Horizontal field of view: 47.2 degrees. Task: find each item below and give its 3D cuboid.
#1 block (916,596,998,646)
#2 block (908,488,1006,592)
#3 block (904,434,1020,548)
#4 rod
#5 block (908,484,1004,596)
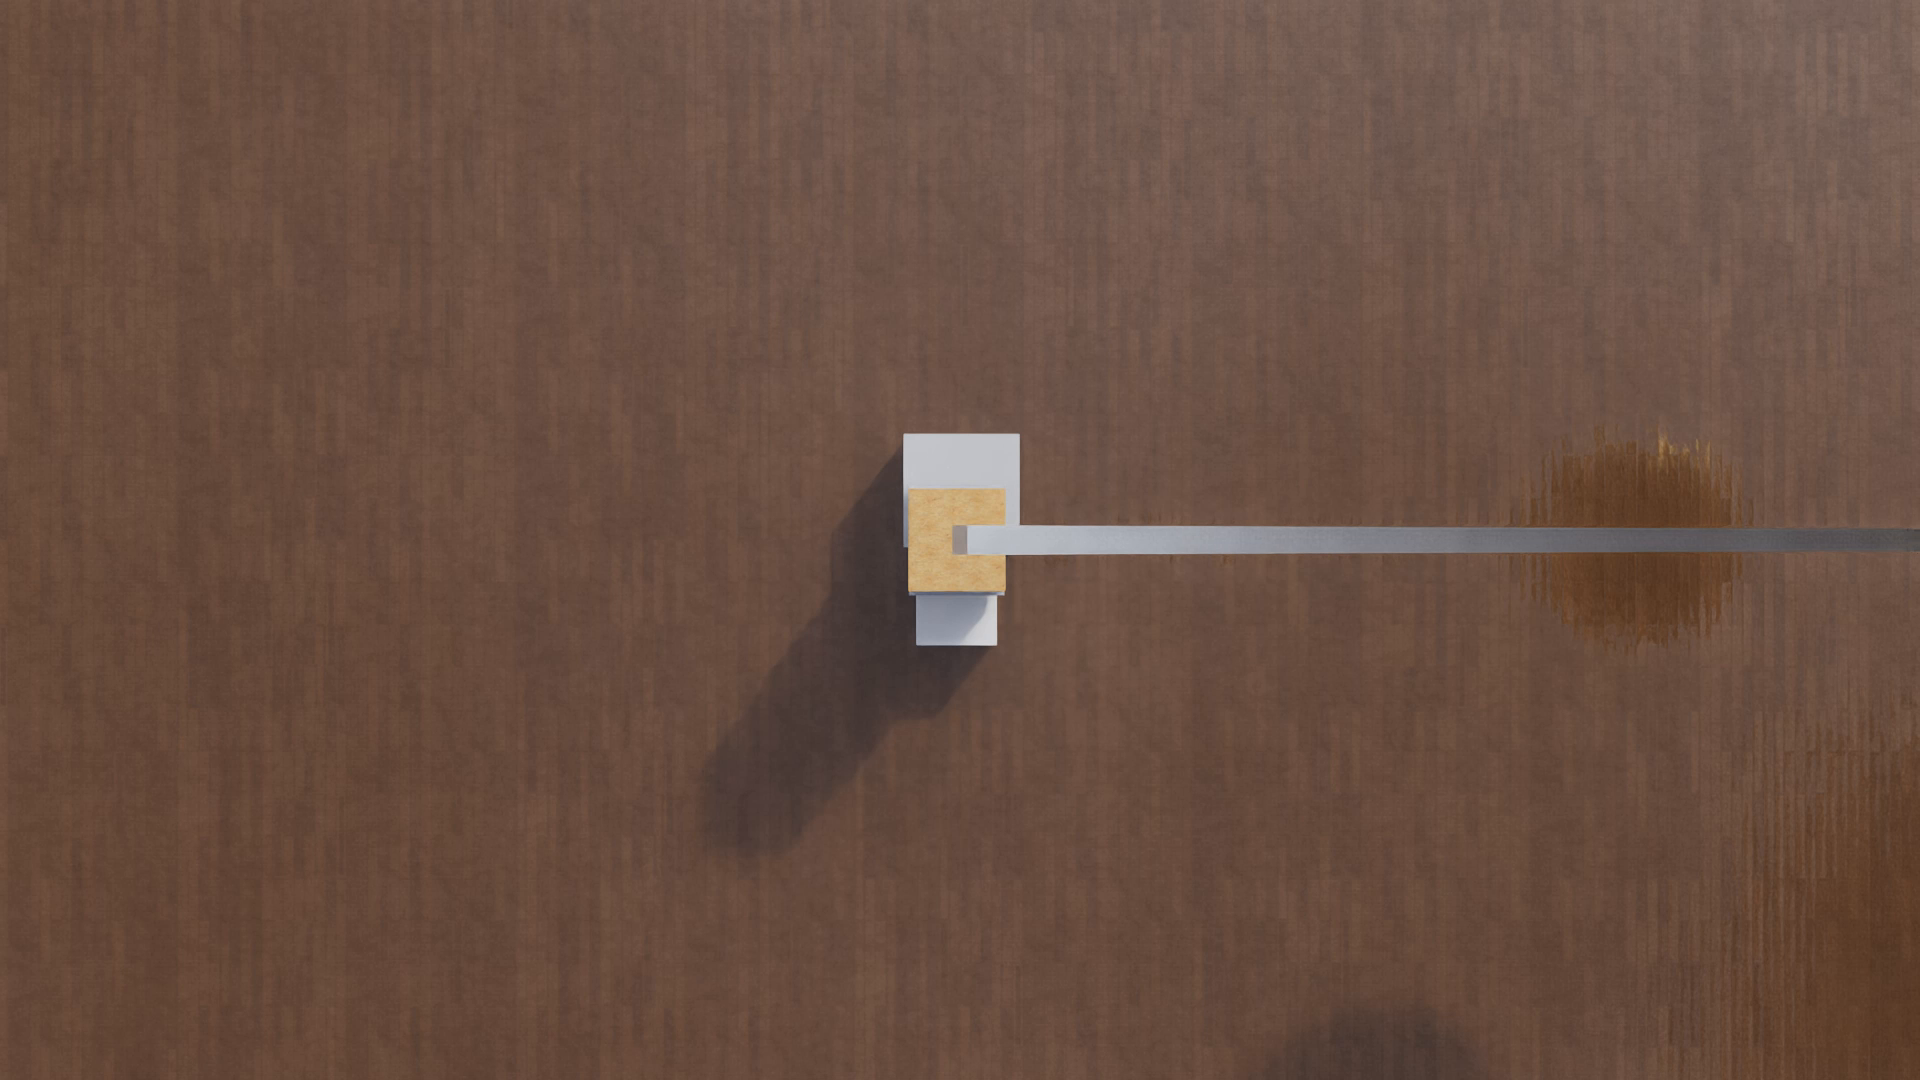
[{"bbox_3d":[-0.019,0.326,12.761,0.460,0.479,0.548,0,90,0],"label":"block"},{"bbox_3d":[-0.016,0.000,11.578,0.500,0.486,0.528,0,90,0],"label":"block"},{"bbox_3d":[0.009,-0.279,12.706,0.655,0.587,0.641,0,90,0],"label":"block"},{"bbox_3d":[2.234,0.000,7.331,5.200,0.080,0.080,0,90,-31],"label":"rod"},{"bbox_3d":[-0.018,0.000,12.117,0.513,0.592,0.595,0,90,0],"label":"block"}]
